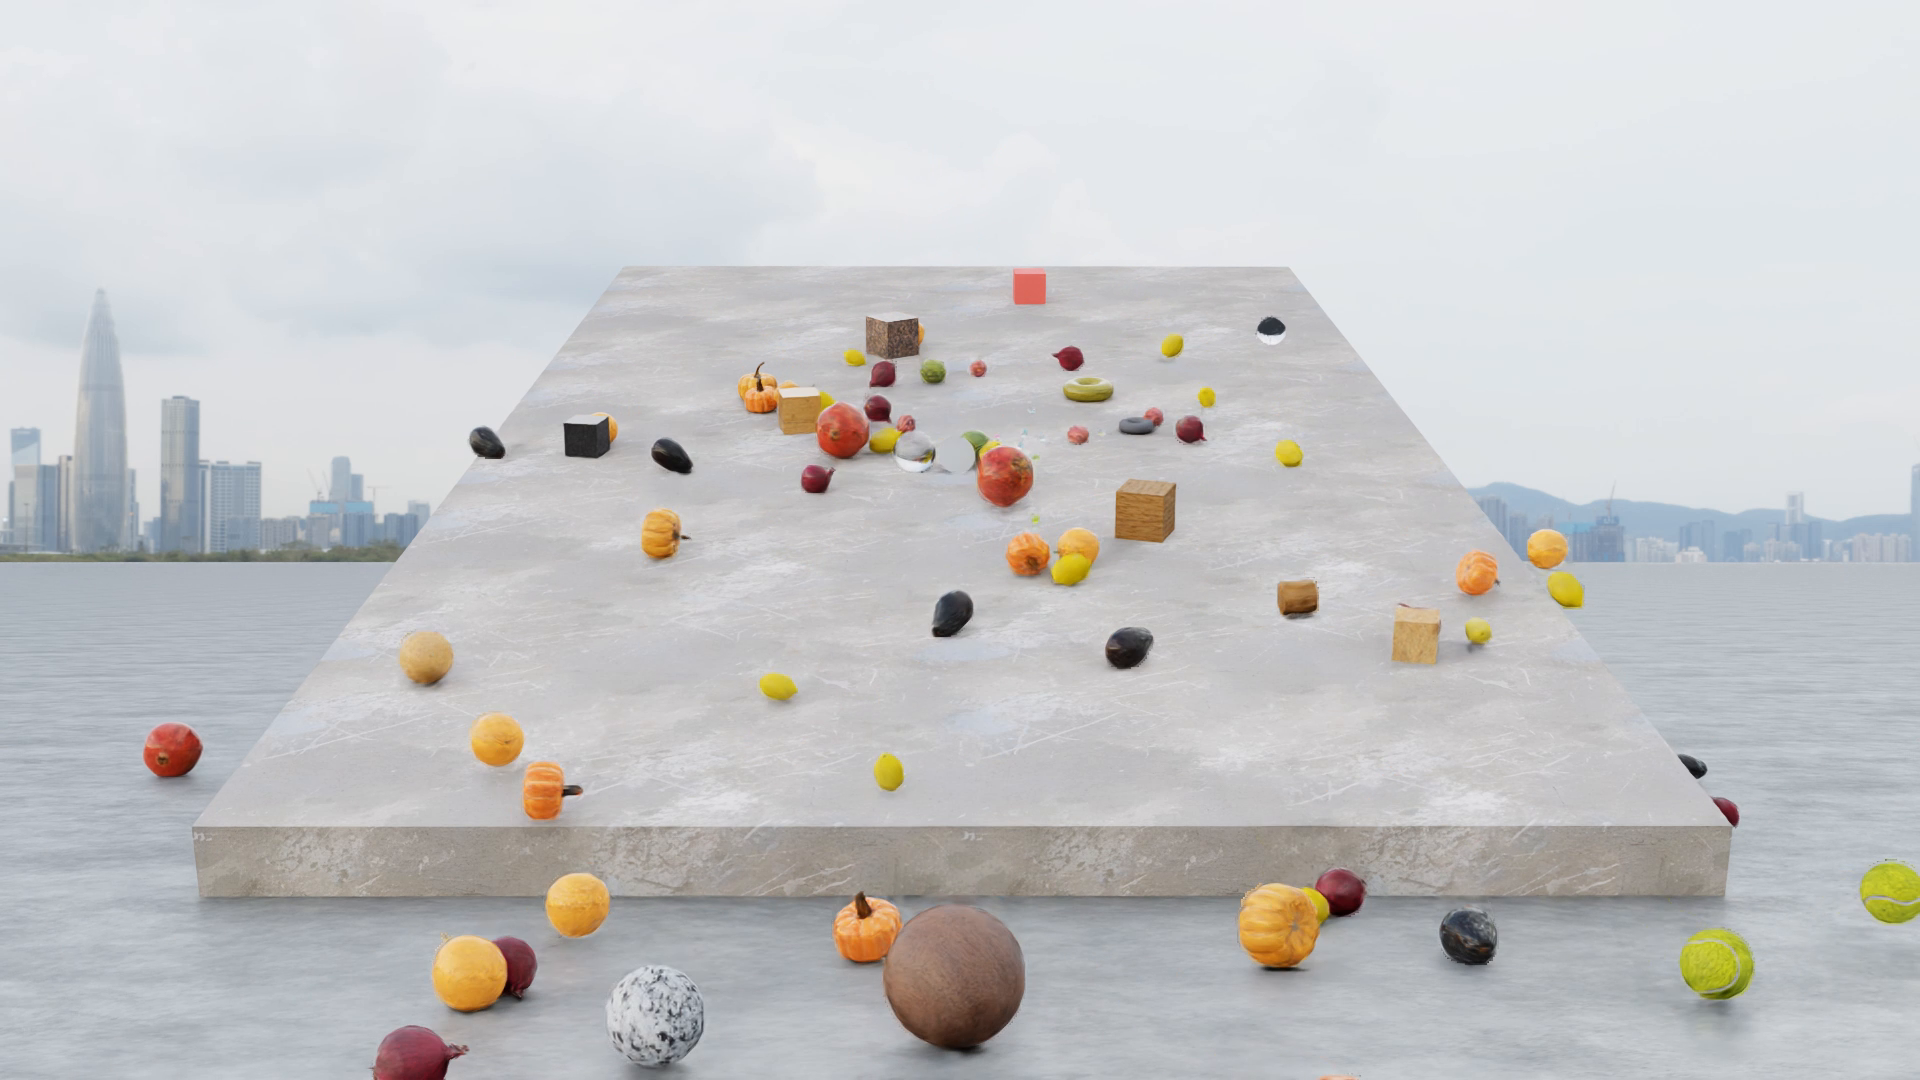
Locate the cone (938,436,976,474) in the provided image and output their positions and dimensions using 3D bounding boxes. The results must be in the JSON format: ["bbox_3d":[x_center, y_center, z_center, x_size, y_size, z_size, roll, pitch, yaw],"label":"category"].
[{"bbox_3d":[-0.019,-0.166,4.548,0.078,0.078,0.078,0,-10,-19],"label":"cone"}]

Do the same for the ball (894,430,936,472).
[{"bbox_3d":[-0.092,-0.178,4.502,0.086,0.086,0.086,0,0,0],"label":"ball"}]

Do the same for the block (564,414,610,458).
[{"bbox_3d":[-0.777,-0.216,4.642,0.072,0.072,0.072,4,18,11],"label":"block"}]

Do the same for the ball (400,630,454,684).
[{"bbox_3d":[-0.808,0.177,3.374,0.081,0.081,0.081,0,0,0],"label":"ball"}]

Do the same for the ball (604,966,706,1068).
[{"bbox_3d":[-0.266,0.416,1.948,0.088,0.088,0.088,0,0,0],"label":"ball"}]

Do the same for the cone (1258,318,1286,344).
[{"bbox_3d":[0.795,-0.525,5.701,0.072,0.072,0.072,0,-9,5],"label":"cone"}]

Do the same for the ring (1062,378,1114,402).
[{"bbox_3d":[0.295,-0.345,5.116,0.117,0.039,0.117,-1,18,0],"label":"ring"}]

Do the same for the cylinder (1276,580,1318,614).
[{"bbox_3d":[0.556,0.094,3.673,0.054,0.054,0.054,-5,0,-5],"label":"cylinder"}]

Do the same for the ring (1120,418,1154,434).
[{"bbox_3d":[0.383,-0.246,4.823,0.077,0.026,0.077,1,16,0],"label":"ring"}]

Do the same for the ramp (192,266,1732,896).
[{"bbox_3d":[-0.003,-0.179,4.814,2.000,0.100,4.000,0,17,0],"label":"ramp"}]

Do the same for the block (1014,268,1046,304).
[{"bbox_3d":[0.193,-0.705,6.185,0.085,0.085,0.085,-1,17,-2],"label":"block"}]

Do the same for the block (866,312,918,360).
[{"bbox_3d":[-0.169,-0.509,5.544,0.094,0.094,0.094,-13,21,-35],"label":"block"}]

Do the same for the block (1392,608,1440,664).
[{"bbox_3d":[0.714,0.150,3.489,0.067,0.067,0.067,4,18,12],"label":"block"}]

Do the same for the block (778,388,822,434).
[{"bbox_3d":[-0.348,-0.280,4.832,0.082,0.082,0.082,-4,18,-11],"label":"block"}]

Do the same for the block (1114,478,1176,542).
[{"bbox_3d":[0.342,-0.054,4.101,0.090,0.090,0.090,6,18,19],"label":"block"}]
